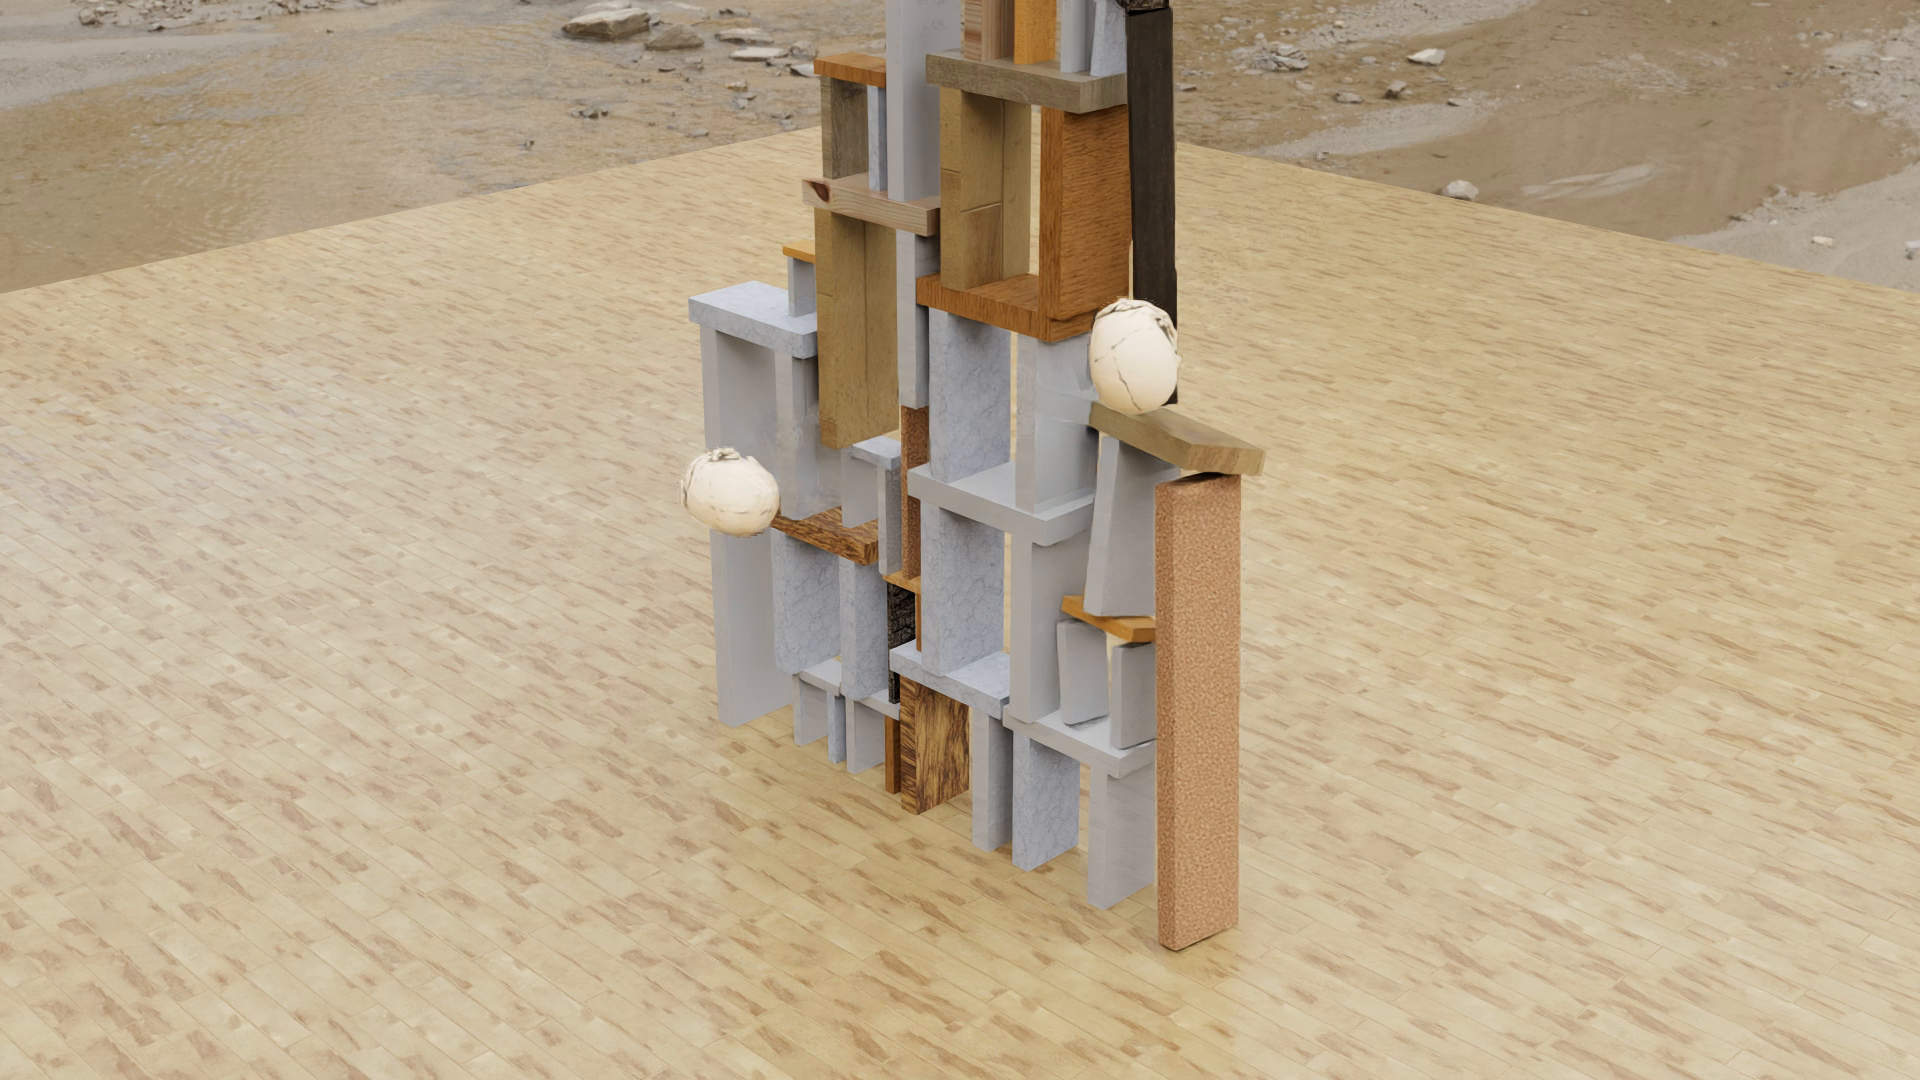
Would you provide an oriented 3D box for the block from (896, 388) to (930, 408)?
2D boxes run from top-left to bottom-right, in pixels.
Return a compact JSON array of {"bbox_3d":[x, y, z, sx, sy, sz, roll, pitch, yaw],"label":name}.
[{"bbox_3d":[-0.063,-0.272,4.174,0.055,0.016,0.110,-21,31,-40],"label":"block"}]

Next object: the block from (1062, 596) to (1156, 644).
[{"bbox_3d":[0.284,0.144,4.022,0.095,0.027,0.190,0,17,-40],"label":"block"}]

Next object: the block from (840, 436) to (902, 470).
[{"bbox_3d":[-0.163,-0.179,4.319,0.159,0.023,0.080,21,31,41],"label":"block"}]

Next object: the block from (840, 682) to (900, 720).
[{"bbox_3d":[-0.155,0.317,4.526,0.177,0.025,0.089,21,31,41],"label":"block"}]

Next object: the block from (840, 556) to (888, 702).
[{"bbox_3d":[-0.171,0.158,4.473,0.044,0.311,0.155,21,31,41],"label":"block"}]

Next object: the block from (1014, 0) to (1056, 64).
[{"bbox_3d":[0.127,-0.887,3.705,0.022,0.157,0.079,22,31,40],"label":"block"}]

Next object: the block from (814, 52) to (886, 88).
[{"bbox_3d":[-0.169,-0.864,4.042,0.192,0.027,0.096,21,31,41],"label":"block"}]

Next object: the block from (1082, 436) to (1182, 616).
[{"bbox_3d":[0.315,-0.025,3.982,0.161,0.321,0.046,0,9,-39],"label":"block"}]

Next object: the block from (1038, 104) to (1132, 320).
[{"bbox_3d":[0.215,-0.571,3.750,0.051,0.357,0.179,21,31,40],"label":"block"}]

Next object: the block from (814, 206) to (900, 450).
[{"bbox_3d":[-0.198,-0.423,4.259,0.048,0.475,0.168,21,31,41],"label":"block"}]

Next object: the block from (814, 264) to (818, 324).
[{"bbox_3d":[-0.253,-0.484,4.296,0.017,0.123,0.062,21,31,41],"label":"block"}]

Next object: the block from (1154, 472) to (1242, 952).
[{"bbox_3d":[0.425,0.308,3.912,0.161,0.872,0.046,-15,22,-35],"label":"block"}]

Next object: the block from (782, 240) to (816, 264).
[{"bbox_3d":[-0.283,-0.560,4.294,0.123,0.017,0.062,21,31,40],"label":"block"}]

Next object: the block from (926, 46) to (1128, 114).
[{"bbox_3d":[0.131,-0.792,3.748,0.357,0.051,0.179,21,31,40],"label":"block"}]

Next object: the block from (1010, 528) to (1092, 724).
[{"bbox_3d":[0.174,0.141,4.100,0.050,0.369,0.178,21,31,41],"label":"block"}]

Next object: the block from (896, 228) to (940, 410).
[{"bbox_3d":[-0.039,-0.426,4.086,0.048,0.336,0.168,21,31,41],"label":"block"}]

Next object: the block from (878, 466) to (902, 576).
[{"bbox_3d":[-0.125,-0.048,4.333,0.023,0.228,0.080,21,31,40],"label":"block"}]

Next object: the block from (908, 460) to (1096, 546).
[{"bbox_3d":[0.090,-0.084,4.095,0.355,0.050,0.178,21,31,41],"label":"block"}]

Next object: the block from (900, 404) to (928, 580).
[{"bbox_3d":[-0.088,-0.103,4.275,0.016,0.375,0.055,21,31,40],"label":"block"}]

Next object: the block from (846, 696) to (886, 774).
[{"bbox_3d":[-0.197,0.394,4.604,0.025,0.177,0.089,21,31,41],"label":"block"}]

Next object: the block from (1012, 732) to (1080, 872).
[{"bbox_3d":[0.168,0.481,4.253,0.041,0.292,0.146,21,31,41],"label":"block"}]

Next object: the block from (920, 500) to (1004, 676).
[{"bbox_3d":[0.006,0.070,4.252,0.050,0.355,0.178,21,31,41],"label":"block"}]

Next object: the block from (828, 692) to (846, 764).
[{"bbox_3d":[-0.241,0.383,4.646,0.082,0.165,0.023,-21,31,-41],"label":"block"}]

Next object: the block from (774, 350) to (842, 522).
[{"bbox_3d":[-0.284,-0.230,4.428,0.050,0.350,0.175,21,31,40],"label":"block"}]

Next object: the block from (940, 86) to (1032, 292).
[{"bbox_3d":[0.046,-0.637,3.905,0.051,0.357,0.179,21,31,40],"label":"block"}]

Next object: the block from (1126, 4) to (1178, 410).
[{"bbox_3d":[0.327,-0.542,3.720,0.071,0.765,0.020,-12,39,-8],"label":"block"}]

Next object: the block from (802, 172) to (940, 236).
[{"bbox_3d":[-0.119,-0.633,4.084,0.336,0.048,0.168,21,31,41],"label":"block"}]

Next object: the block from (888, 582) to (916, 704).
[{"bbox_3d":[-0.117,0.199,4.430,0.017,0.268,0.062,21,31,40],"label":"block"}]

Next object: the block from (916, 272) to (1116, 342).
[{"bbox_3d":[0.098,-0.430,3.935,0.332,0.047,0.166,21,31,40],"label":"block"}]

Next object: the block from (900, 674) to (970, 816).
[{"bbox_3d":[-0.050,0.391,4.450,0.043,0.304,0.152,21,31,41],"label":"block"}]

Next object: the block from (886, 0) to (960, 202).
[{"bbox_3d":[-0.065,-0.895,3.913,0.145,0.568,0.041,-21,31,-41],"label":"block"}]

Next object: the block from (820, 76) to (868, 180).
[{"bbox_3d":[-0.215,-0.781,4.125,0.027,0.192,0.096,21,31,41],"label":"block"}]

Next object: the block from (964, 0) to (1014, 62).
[{"bbox_3d":[0.073,-0.970,3.732,0.041,0.290,0.145,21,31,40],"label":"block"}]

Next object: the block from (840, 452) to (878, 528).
[{"bbox_3d":[-0.200,-0.109,4.389,0.023,0.159,0.080,21,31,41],"label":"block"}]

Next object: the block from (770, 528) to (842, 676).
[{"bbox_3d":[-0.318,0.108,4.609,0.155,0.325,0.044,-21,31,-41],"label":"block"}]

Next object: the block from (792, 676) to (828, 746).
[{"bbox_3d":[-0.319,0.353,4.718,0.082,0.165,0.023,-21,31,-40],"label":"block"}]

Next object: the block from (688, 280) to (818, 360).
[{"bbox_3d":[-0.367,-0.446,4.426,0.350,0.050,0.175,21,31,40],"label":"block"}]

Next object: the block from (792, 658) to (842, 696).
[{"bbox_3d":[-0.282,0.282,4.645,0.165,0.023,0.082,21,31,40],"label":"block"}]

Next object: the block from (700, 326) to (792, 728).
[{"bbox_3d":[-0.450,-0.038,4.690,0.050,0.907,0.175,21,31,41],"label":"block"}]

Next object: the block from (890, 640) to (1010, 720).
[{"bbox_3d":[0.022,0.259,4.316,0.304,0.043,0.152,21,31,41],"label":"block"}]

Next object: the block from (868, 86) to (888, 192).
[{"bbox_3d":[-0.124,-0.746,4.042,0.027,0.192,0.096,21,31,41],"label":"block"}]

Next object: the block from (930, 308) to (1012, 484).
[{"bbox_3d":[0.020,-0.286,4.080,0.047,0.332,0.166,21,31,41],"label":"block"}]

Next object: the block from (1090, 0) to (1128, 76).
[{"bbox_3d":[0.251,-0.837,3.606,0.020,0.142,0.071,27,34,38],"label":"block"}]

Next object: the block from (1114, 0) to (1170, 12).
[{"bbox_3d":[0.272,-0.880,3.517,0.071,0.020,0.142,-9,33,-18],"label":"block"}]

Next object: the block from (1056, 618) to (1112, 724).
[{"bbox_3d":[0.231,0.240,4.090,0.095,0.190,0.027,-12,14,-33],"label":"block"}]

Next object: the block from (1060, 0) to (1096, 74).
[{"bbox_3d":[0.202,-0.858,3.637,0.022,0.157,0.079,22,31,40],"label":"block"}]

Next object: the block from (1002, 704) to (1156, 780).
[{"bbox_3d":[0.237,0.354,4.124,0.292,0.041,0.146,21,31,41],"label":"block"}]

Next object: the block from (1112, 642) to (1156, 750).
[{"bbox_3d":[0.321,0.277,4.002,0.095,0.190,0.027,-13,22,-33],"label":"block"}]

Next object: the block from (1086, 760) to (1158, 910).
[{"bbox_3d":[0.306,0.535,4.126,0.041,0.292,0.146,21,31,41],"label":"block"}]

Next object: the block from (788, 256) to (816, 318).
[{"bbox_3d":[-0.311,-0.507,4.349,0.017,0.123,0.062,21,31,40],"label":"block"}]

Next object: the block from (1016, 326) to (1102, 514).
[{"bbox_3d":[0.176,-0.227,3.941,0.166,0.332,0.047,-21,30,-40],"label":"block"}]

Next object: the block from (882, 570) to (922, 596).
[{"bbox_3d":[-0.087,0.079,4.348,0.123,0.017,0.062,21,31,40],"label":"block"}]

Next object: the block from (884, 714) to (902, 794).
[{"bbox_3d":[-0.113,0.427,4.528,0.025,0.177,0.089,21,31,41],"label":"block"}]

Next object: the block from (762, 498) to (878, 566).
[{"bbox_3d":[-0.244,-0.034,4.471,0.310,0.044,0.155,21,31,40],"label":"block"}]

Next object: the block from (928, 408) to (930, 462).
[{"bbox_3d":[-0.037,-0.205,4.174,0.016,0.110,0.055,21,31,41],"label":"block"}]

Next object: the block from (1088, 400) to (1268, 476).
[{"bbox_3d":[0.379,-0.180,3.871,0.161,0.046,0.321,3,15,-30],"label":"block"}]

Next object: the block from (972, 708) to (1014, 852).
[{"bbox_3d":[0.093,0.447,4.318,0.043,0.304,0.152,21,31,41],"label":"block"}]

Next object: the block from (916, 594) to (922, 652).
[{"bbox_3d":[-0.058,0.155,4.348,0.017,0.123,0.062,21,31,41],"label":"block"}]
